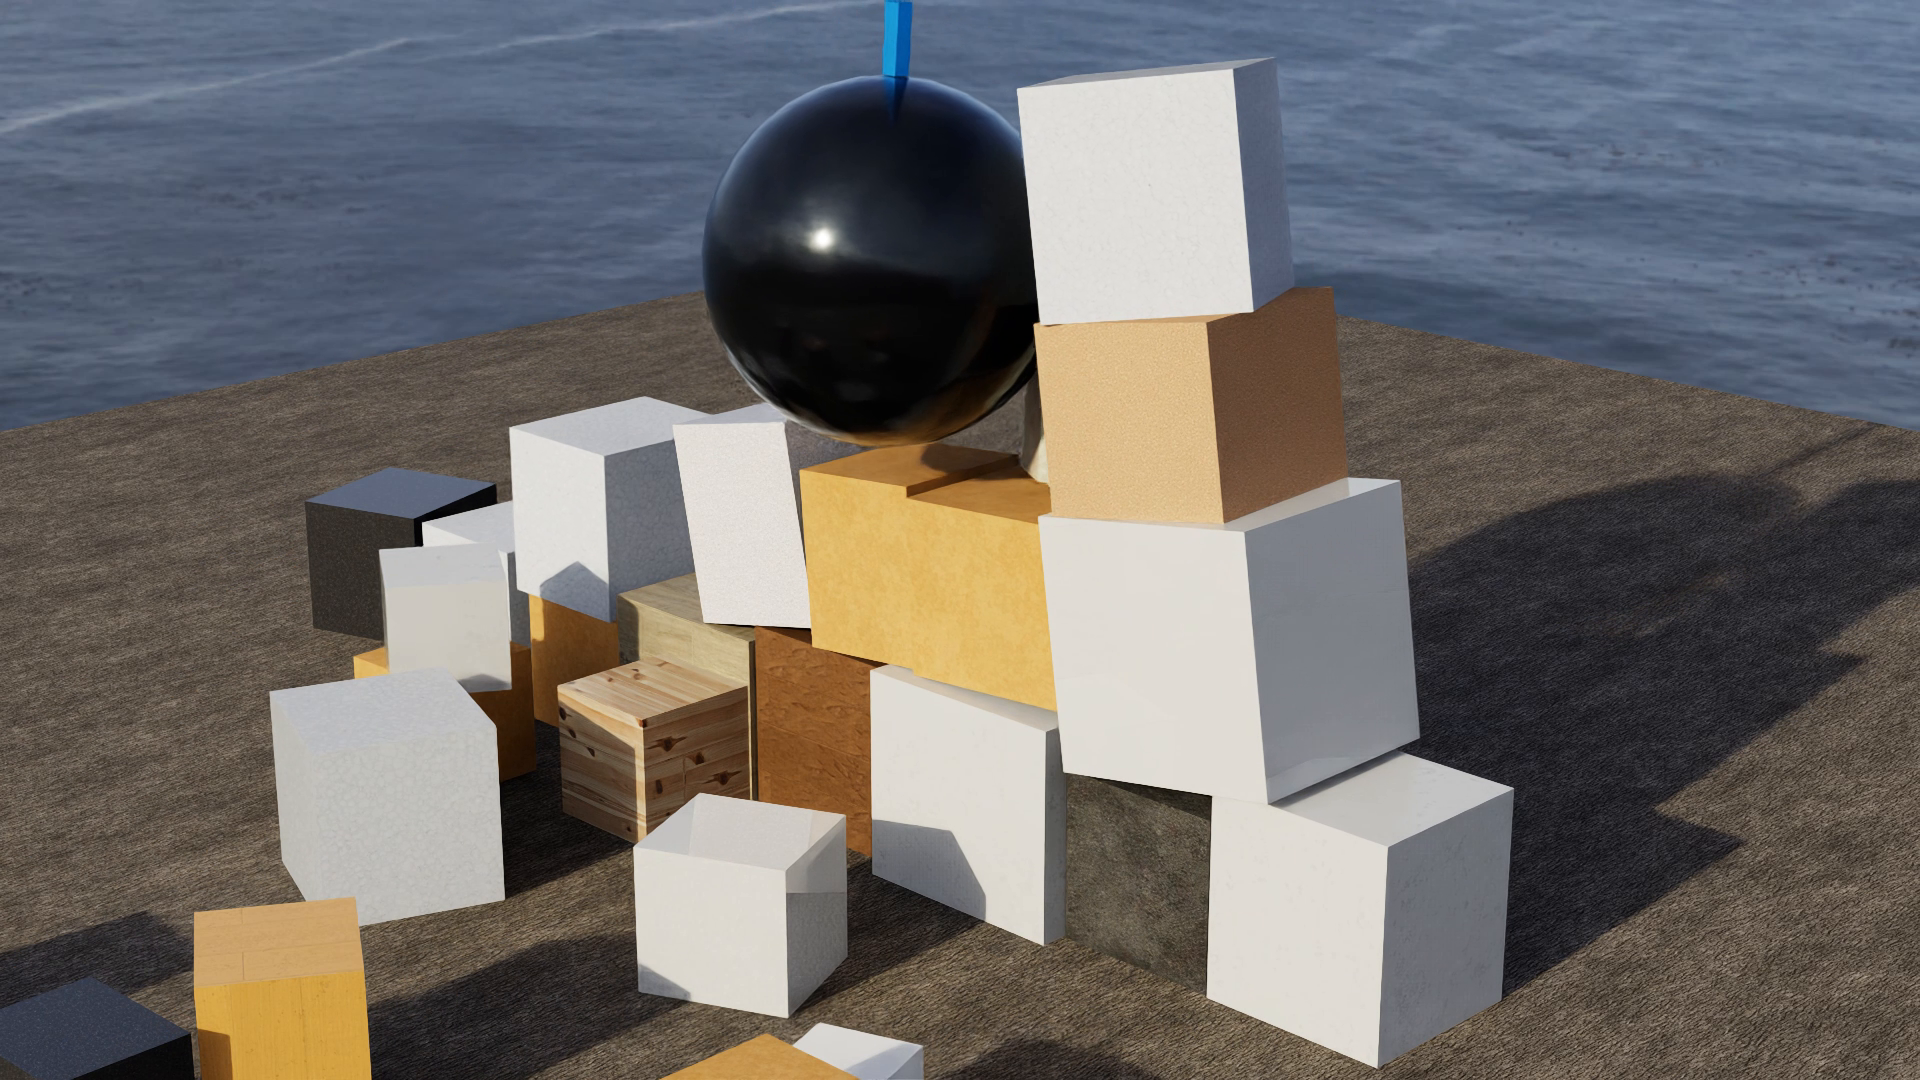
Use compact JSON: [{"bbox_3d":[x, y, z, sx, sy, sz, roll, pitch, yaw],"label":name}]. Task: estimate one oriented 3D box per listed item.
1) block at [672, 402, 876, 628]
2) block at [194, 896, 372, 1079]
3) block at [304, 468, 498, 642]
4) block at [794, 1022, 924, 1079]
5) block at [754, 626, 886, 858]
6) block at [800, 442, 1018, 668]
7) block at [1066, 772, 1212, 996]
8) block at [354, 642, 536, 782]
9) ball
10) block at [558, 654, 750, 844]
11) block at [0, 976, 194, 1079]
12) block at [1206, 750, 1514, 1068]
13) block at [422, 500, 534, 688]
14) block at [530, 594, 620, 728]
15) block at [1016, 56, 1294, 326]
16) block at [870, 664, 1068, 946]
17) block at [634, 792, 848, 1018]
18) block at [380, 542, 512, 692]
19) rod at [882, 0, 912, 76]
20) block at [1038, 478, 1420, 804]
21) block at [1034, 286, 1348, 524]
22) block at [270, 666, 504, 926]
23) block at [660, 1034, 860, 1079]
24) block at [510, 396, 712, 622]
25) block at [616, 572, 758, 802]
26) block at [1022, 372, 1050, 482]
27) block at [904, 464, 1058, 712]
[{"bbox_3d":[-0.750,-0.154,14.067,0.796,0.970,0.789,1,13,45],"label":"block"},{"bbox_3d":[-2.577,1.865,11.180,0.610,0.737,0.677,-4,18,-13],"label":"block"},{"bbox_3d":[-3.179,0.090,16.796,0.756,0.758,0.779,9,19,26],"label":"block"},{"bbox_3d":[-0.447,2.141,10.687,0.433,0.506,0.541,8,19,25],"label":"block"},{"bbox_3d":[-0.365,0.870,13.993,0.920,0.951,0.795,17,24,42],"label":"block"},{"bbox_3d":[-0.210,0.053,13.508,0.689,0.843,0.726,10,19,43],"label":"block"},{"bbox_3d":[1.034,1.359,12.703,0.819,0.789,0.803,-17,24,-42],"label":"block"},{"bbox_3d":[-2.547,0.860,14.532,0.550,0.645,0.664,15,23,40],"label":"block"},{"bbox_3d":[-0.315,-1.198,12.635,1.600,1.600,1.600,0,17,0],"label":"ball"},{"bbox_3d":[-1.465,1.003,14.069,0.639,0.650,0.643,17,24,42],"label":"block"},{"bbox_3d":[-3.231,2.069,10.752,0.681,0.605,0.565,16,23,41],"label":"block"},{"bbox_3d":[1.645,1.462,12.101,0.847,0.954,0.887,-17,24,-42],"label":"block"},{"bbox_3d":[-2.387,0.282,16.133,0.783,0.788,0.776,-16,24,-42],"label":"block"},{"bbox_3d":[-1.666,0.594,15.292,0.833,0.697,0.762,-17,24,-42],"label":"block"},{"bbox_3d":[0.819,-1.439,12.048,0.889,0.957,0.772,-2,12,19],"label":"block"},{"bbox_3d":[0.346,1.064,13.300,1.081,0.995,1.034,17,24,42],"label":"block"},{"bbox_3d":[-0.917,1.531,12.372,0.686,0.660,0.626,7,19,20],"label":"block"},{"bbox_3d":[-2.473,0.379,14.074,0.563,0.548,0.610,-4,18,-13],"label":"block"},{"bbox_3d":[-0.137,-4.487,11.789,0.080,5.200,0.080,17,20,42],"label":"rod"},{"bbox_3d":[1.130,0.368,12.263,1.096,1.106,1.033,5,15,44],"label":"block"},{"bbox_3d":[0.967,-0.576,12.170,0.851,0.806,0.948,3,14,39],"label":"block"},{"bbox_3d":[-2.597,1.155,13.275,0.814,0.837,0.858,-8,19,-24],"label":"block"},{"bbox_3d":[-0.694,2.299,9.673,0.964,0.814,0.904,-17,24,-42],"label":"block"},{"bbox_3d":[-1.713,-0.173,15.119,0.766,0.870,0.886,17,24,42],"label":"block"},{"bbox_3d":[-1.034,0.697,14.670,0.995,0.873,0.906,17,24,42],"label":"block"},{"bbox_3d":[0.609,-0.551,13.040,0.576,0.543,0.476,2,9,-8],"label":"block"},{"bbox_3d":[0.380,0.191,12.970,0.911,0.816,0.801,12,21,43],"label":"block"}]
